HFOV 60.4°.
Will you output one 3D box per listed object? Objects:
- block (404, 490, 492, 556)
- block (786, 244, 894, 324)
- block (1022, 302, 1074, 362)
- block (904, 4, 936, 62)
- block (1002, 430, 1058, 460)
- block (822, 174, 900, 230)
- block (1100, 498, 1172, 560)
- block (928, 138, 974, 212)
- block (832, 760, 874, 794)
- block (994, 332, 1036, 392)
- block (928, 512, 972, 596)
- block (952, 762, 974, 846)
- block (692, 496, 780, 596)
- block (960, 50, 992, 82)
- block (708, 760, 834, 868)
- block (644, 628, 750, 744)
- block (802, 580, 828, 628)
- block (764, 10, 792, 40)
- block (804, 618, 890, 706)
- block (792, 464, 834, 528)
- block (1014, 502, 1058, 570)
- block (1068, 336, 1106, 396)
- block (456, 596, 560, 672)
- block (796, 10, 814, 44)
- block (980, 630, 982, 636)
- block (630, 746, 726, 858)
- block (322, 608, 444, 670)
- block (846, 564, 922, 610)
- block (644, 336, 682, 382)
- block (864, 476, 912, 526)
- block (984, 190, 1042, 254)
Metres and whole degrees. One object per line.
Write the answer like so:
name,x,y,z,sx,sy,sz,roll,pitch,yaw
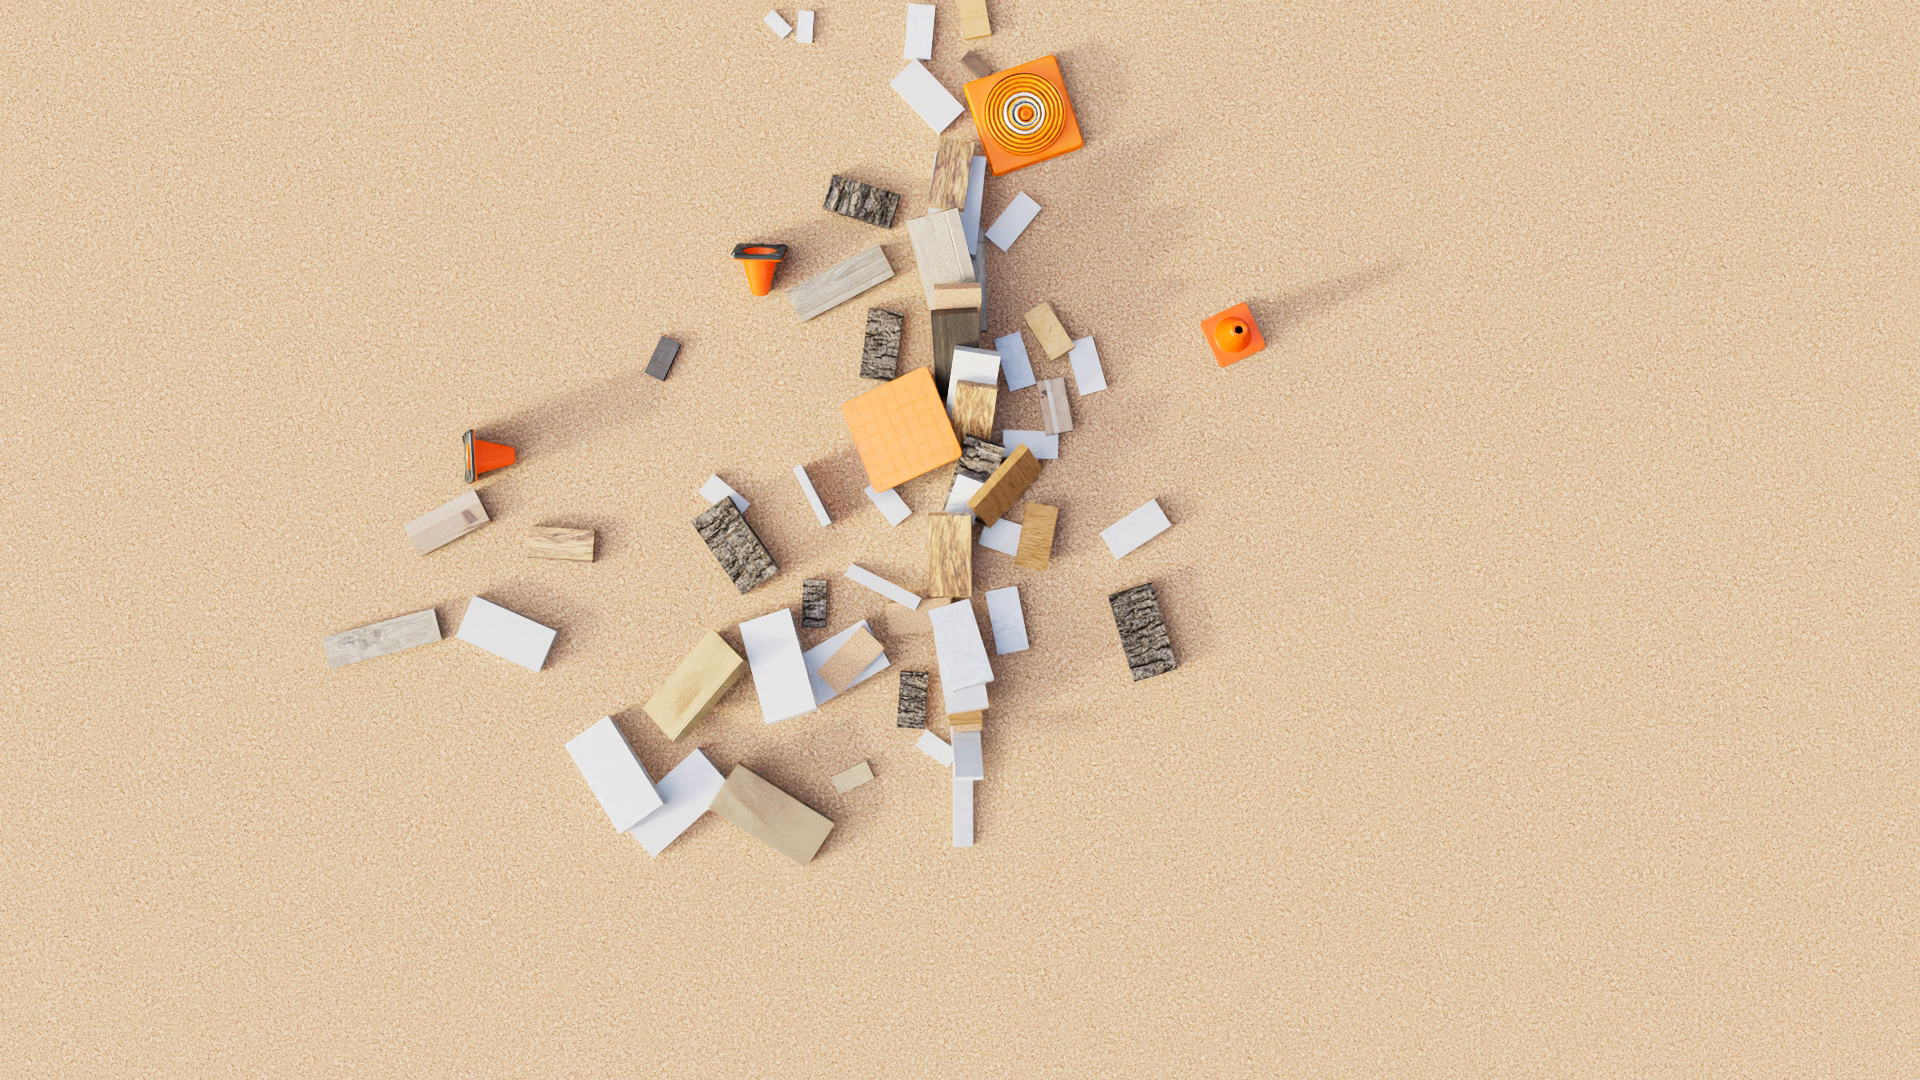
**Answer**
block,-1.702,-0.055,5.483,0.263,0.033,0.117,-27,90,0
block,-0.397,-0.852,5.483,0.345,0.033,0.117,-27,90,0
block,0.294,-0.691,5.472,0.091,0.026,0.182,-31,81,1
block,-0.134,-1.689,5.487,0.089,0.025,0.178,5,90,0
block,0.234,-0.317,5.487,0.182,0.026,0.091,2,90,0
block,-0.328,-1.124,5.483,0.233,0.033,0.117,17,90,0
block,0.582,-0.036,5.485,0.213,0.030,0.107,-33,90,0
block,-0.027,-1.200,5.419,0.117,0.033,0.235,9,79,2
block,-0.357,0.790,5.491,0.130,0.018,0.065,-25,90,0
block,0.182,-0.593,5.487,0.091,0.026,0.182,-18,90,0
block,-0.032,0.048,5.423,0.139,0.039,0.278,0,108,3
block,0.010,0.846,5.480,0.065,0.018,0.343,-1,92,-8
block,-0.743,0.018,5.464,0.149,0.042,0.298,-34,92,7
block,0.054,-1.578,5.493,0.103,0.015,0.051,42,90,0
block,-0.621,0.906,5.448,0.379,0.049,0.174,33,90,-8
block,-0.870,0.481,5.436,0.175,0.049,0.349,41,90,29
block,-0.484,0.212,5.489,0.079,0.022,0.158,1,90,0
block,-0.606,-1.717,5.493,0.046,0.013,0.092,-44,90,0
block,-0.425,0.423,5.475,0.348,0.049,0.174,-29,90,0
block,-0.484,-0.145,5.446,0.030,0.108,0.215,-27,90,0
block,0.253,-0.012,5.455,0.107,0.030,0.213,11,90,0
block,0.420,-0.578,5.487,0.091,0.026,0.182,-16,90,0
block,-1.502,0.312,5.479,0.298,0.042,0.149,24,90,0
block,-0.514,-1.709,5.493,0.051,0.015,0.103,4,90,0
block,0.007,0.341,5.490,0.137,0.019,0.068,-4,90,0
block,-0.941,0.870,5.475,0.349,0.049,0.175,-42,90,0
block,-1.918,0.328,5.485,0.384,0.030,0.108,-15,90,0
block,-0.255,0.156,5.475,0.262,0.013,0.046,26,80,6
block,-0.989,-0.604,5.490,0.068,0.019,0.137,25,90,0
block,-0.239,-0.128,5.489,0.079,0.022,0.158,-39,90,0
block,0.177,-1.058,5.487,0.089,0.025,0.191,40,90,0
